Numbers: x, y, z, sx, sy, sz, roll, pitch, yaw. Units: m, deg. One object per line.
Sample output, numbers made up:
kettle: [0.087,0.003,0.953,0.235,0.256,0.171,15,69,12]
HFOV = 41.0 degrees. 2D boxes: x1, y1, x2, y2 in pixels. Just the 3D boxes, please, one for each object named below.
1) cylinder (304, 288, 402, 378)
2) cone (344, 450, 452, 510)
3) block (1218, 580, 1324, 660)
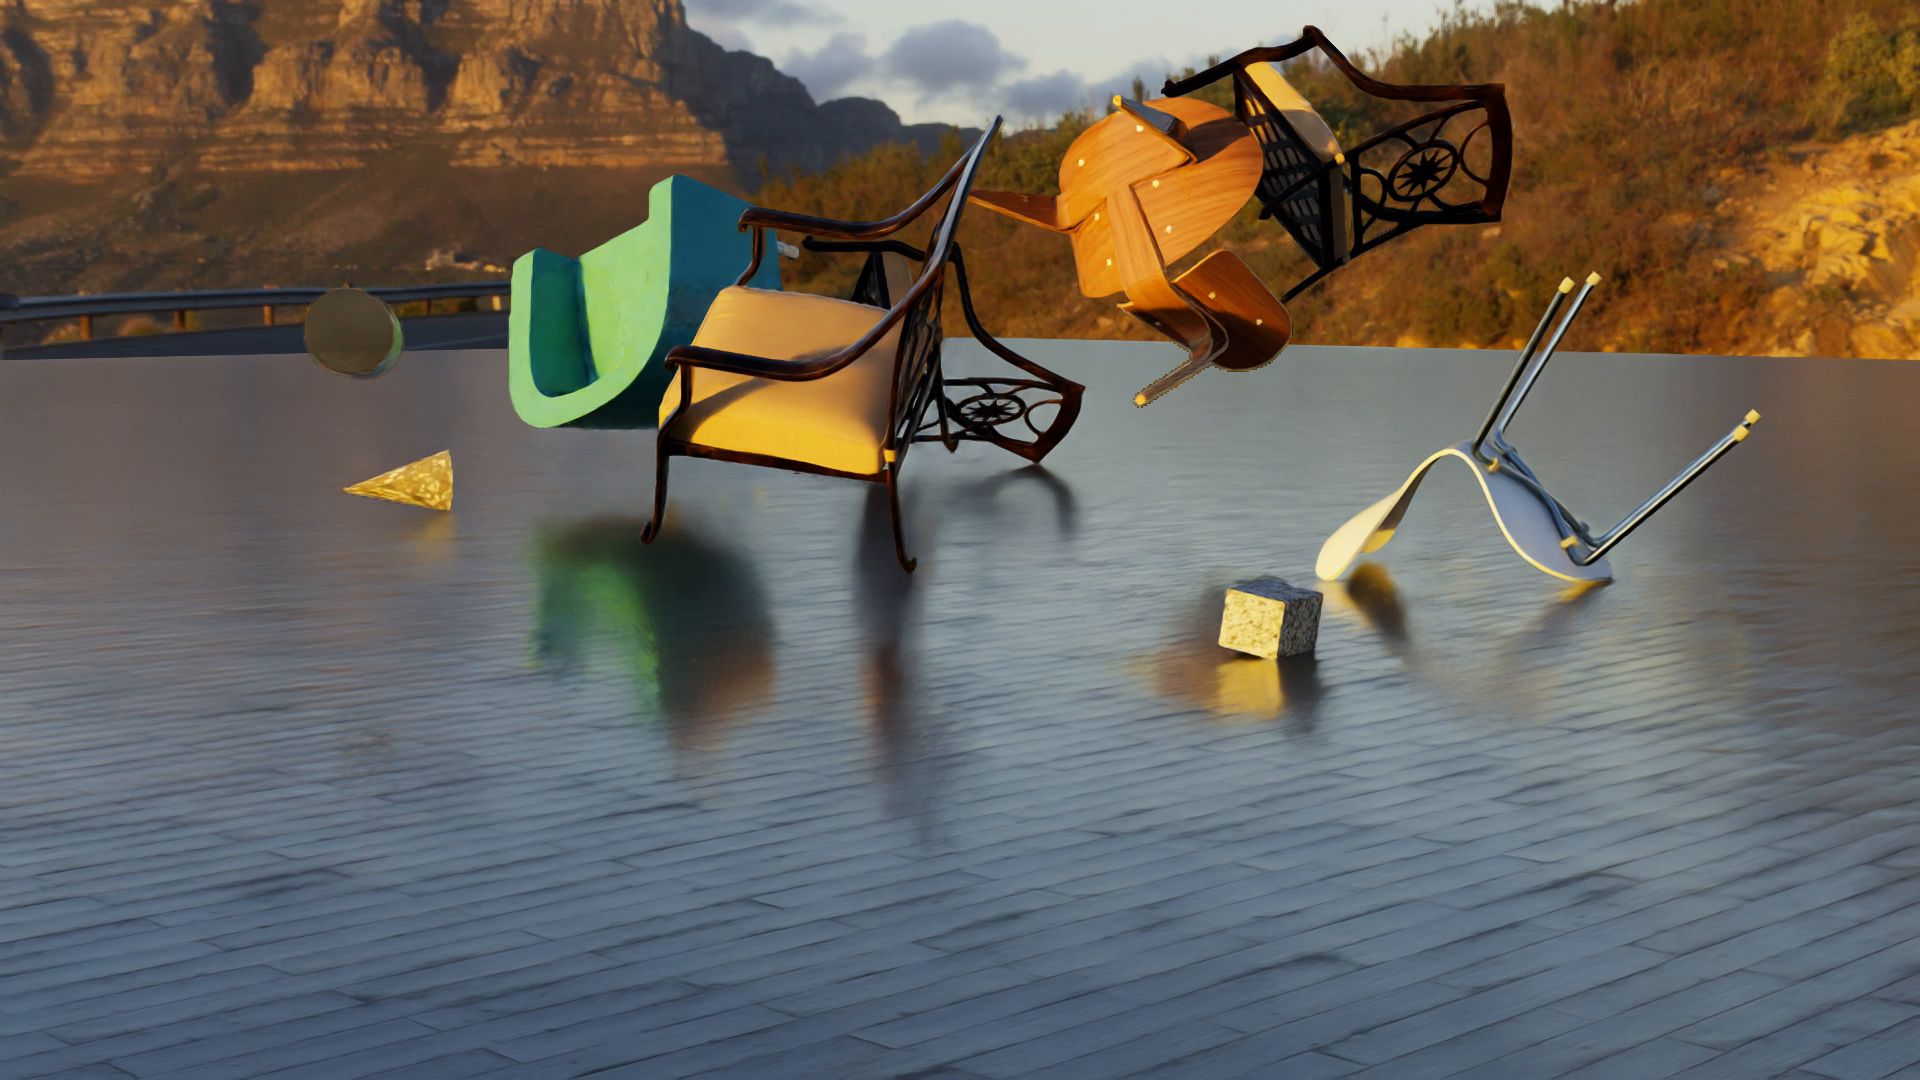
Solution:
cylinder: [-1.402,-0.477,5.940,0.201,0.192,0.223,41,-3,-6]
cone: [-1.569,-0.152,7.120,0.295,0.195,0.118,-6,40,-22]
block: [0.546,0.138,4.493,0.111,0.102,0.160,14,12,30]
